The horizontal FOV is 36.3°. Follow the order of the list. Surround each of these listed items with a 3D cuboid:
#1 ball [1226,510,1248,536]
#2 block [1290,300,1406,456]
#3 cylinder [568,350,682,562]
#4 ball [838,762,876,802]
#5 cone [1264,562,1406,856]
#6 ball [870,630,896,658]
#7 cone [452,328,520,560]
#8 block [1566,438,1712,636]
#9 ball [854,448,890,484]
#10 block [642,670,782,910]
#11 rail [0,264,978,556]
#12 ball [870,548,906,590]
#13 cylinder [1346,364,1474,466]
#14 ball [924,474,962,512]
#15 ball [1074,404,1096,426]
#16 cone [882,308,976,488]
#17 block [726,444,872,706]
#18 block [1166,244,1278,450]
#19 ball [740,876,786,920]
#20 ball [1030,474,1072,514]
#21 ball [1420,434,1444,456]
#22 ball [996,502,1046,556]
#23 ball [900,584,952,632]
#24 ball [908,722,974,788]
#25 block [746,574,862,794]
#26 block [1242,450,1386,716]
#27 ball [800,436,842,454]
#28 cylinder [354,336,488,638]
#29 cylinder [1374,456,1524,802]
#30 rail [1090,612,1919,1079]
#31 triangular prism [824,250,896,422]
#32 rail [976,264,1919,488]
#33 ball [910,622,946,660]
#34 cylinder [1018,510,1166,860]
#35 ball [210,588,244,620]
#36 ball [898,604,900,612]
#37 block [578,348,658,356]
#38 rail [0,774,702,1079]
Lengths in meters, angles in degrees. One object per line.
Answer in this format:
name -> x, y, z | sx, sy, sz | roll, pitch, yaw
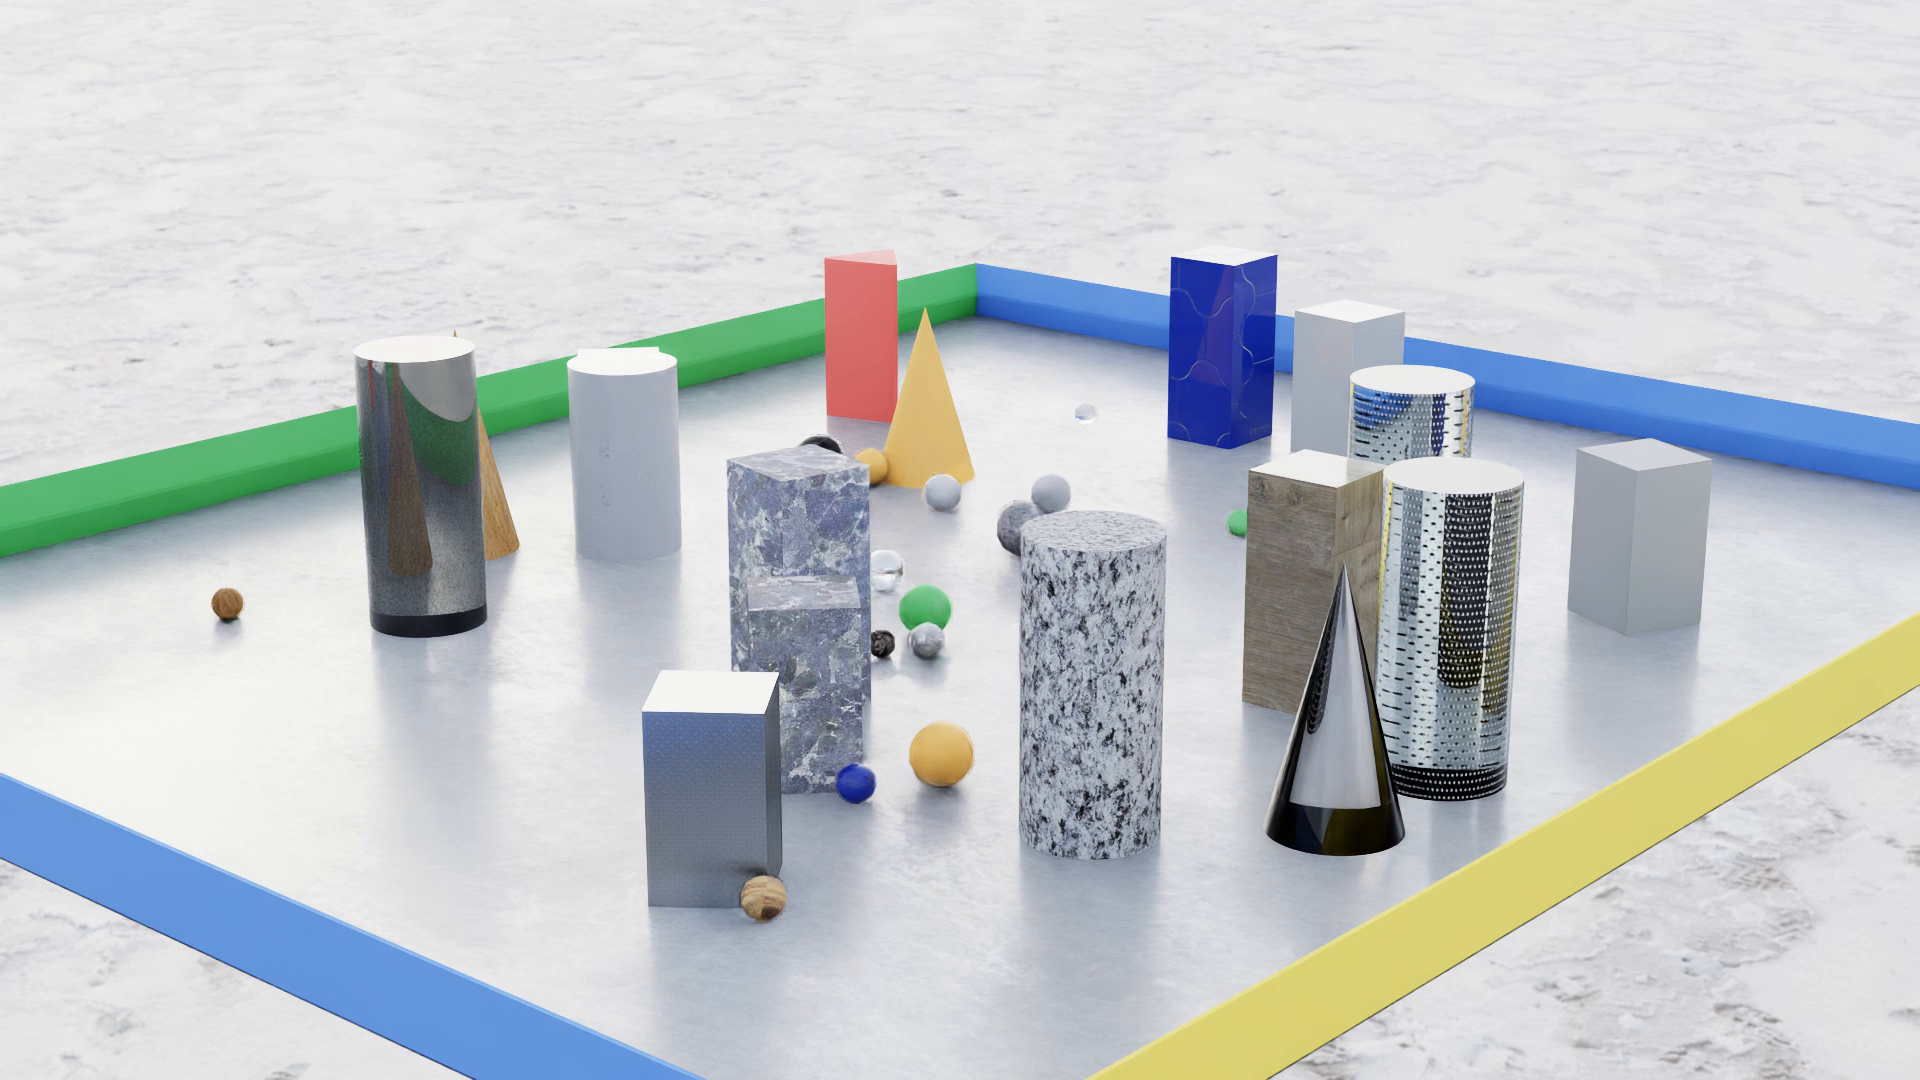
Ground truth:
ball -> 0.522, -0.032, 5.475 | 0.050, 0.050, 0.050 | 0, 17, 0
block -> 0.795, -0.325, 6.017 | 0.159, 0.297, 0.159 | -15, 22, -41
cylinder -> -0.613, -0.156, 5.369 | 0.199, 0.348, 0.199 | 0, 17, 0
ball -> -0.147, 0.348, 4.202 | 0.057, 0.057, 0.057 | 0, 17, 0
cone -> 0.524, 0.216, 4.054 | 0.199, 0.394, 0.199 | 0, 17, 0
ball -> -0.129, 0.170, 4.810 | 0.047, 0.047, 0.047 | 0, 17, 0
cone -> -0.912, -0.185, 5.352 | 0.199, 0.414, 0.199 | 0, 17, 0
block -> 1.153, -0.007, 4.980 | 0.159, 0.287, 0.159 | -8, 19, -25
ball -> -0.177, -0.145, 5.811 | 0.072, 0.072, 0.072 | 0, 17, 0
block -> -0.326, 0.330, 3.886 | 0.159, 0.273, 0.159 | 1, 17, 3
rail -> -1.092, -0.241, 6.028 | 0.045, 0.129, 3.505 | 14, 22, 39
ball -> -0.133, 0.052, 5.154 | 0.074, 0.074, 0.074 | 0, 17, 0
cylinder -> 0.725, -0.035, 4.766 | 0.199, 0.465, 0.199 | 0, 17, 0
ball -> -0.033, -0.090, 5.626 | 0.074, 0.074, 0.074 | 0, 17, 0
ball -> 0.268, -0.269, 6.264 | 0.048, 0.048, 0.048 | 0, 17, 0
cone -> -0.069, -0.296, 5.839 | 0.199, 0.345, 0.199 | 0, 17, 0
block -> -0.250, 0.066, 4.563 | 0.159, 0.387, 0.159 | -12, 20, -34
block -> 0.547, -0.405, 6.126 | 0.159, 0.387, 0.159 | 13, 21, 37
ball -> -0.256, 0.465, 3.808 | 0.059, 0.059, 0.059 | 0, 17, 0
ball -> 0.175, -0.089, 5.613 | 0.078, 0.078, 0.078 | 0, 17, 0
ball -> 0.969, -0.195, 6.019 | 0.048, 0.048, 0.048 | 0, 17, 0
ball -> 0.116, -0.020, 5.349 | 0.099, 0.099, 0.099 | 0, 17, 0
ball -> -0.058, 0.118, 4.913 | 0.087, 0.087, 0.087 | 0, 17, 0
ball -> -0.027, 0.312, 4.256 | 0.094, 0.094, 0.094 | 0, 17, 0
block -> -0.227, 0.209, 4.273 | 0.159, 0.280, 0.159 | -1, 17, -5
block -> 0.555, 0.070, 4.568 | 0.159, 0.377, 0.159 | 13, 21, 37
ball -> -0.280, -0.158, 5.810 | 0.098, 0.098, 0.098 | 0, 17, 0
cylinder -> -0.906, -0.091, 4.936 | 0.199, 0.473, 0.199 | 0, 17, 0
cylinder -> 0.702, 0.127, 4.237 | 0.199, 0.459, 0.199 | 0, 17, 0
rail -> 1.092, 0.306, 4.212 | 0.045, 0.129, 3.505 | 14, 22, 39
triangular prism -> -0.181, -0.446, 6.336 | 0.172, 0.345, 0.149 | 8, 19, 25
rail -> 1.133, -0.344, 6.370 | 2.940, 0.129, 0.045 | 14, 22, 39
ball -> -0.053, 0.165, 4.801 | 0.060, 0.060, 0.060 | 0, 17, 0
cylinder -> 0.181, 0.198, 4.036 | 0.199, 0.440, 0.199 | 0, 17, 0
ball -> -1.250, 0.108, 5.003 | 0.054, 0.054, 0.054 | 0, 17, 0
ball -> -0.082, 0.115, 4.993 | 0.046, 0.046, 0.046 | 0, 17, 0
block -> -0.671, -0.238, 5.803 | 0.159, 0.254, 0.159 | -2, 17, -7
rail -> -1.133, 0.409, 3.870 | 2.940, 0.129, 0.045 | 14, 22, 39
